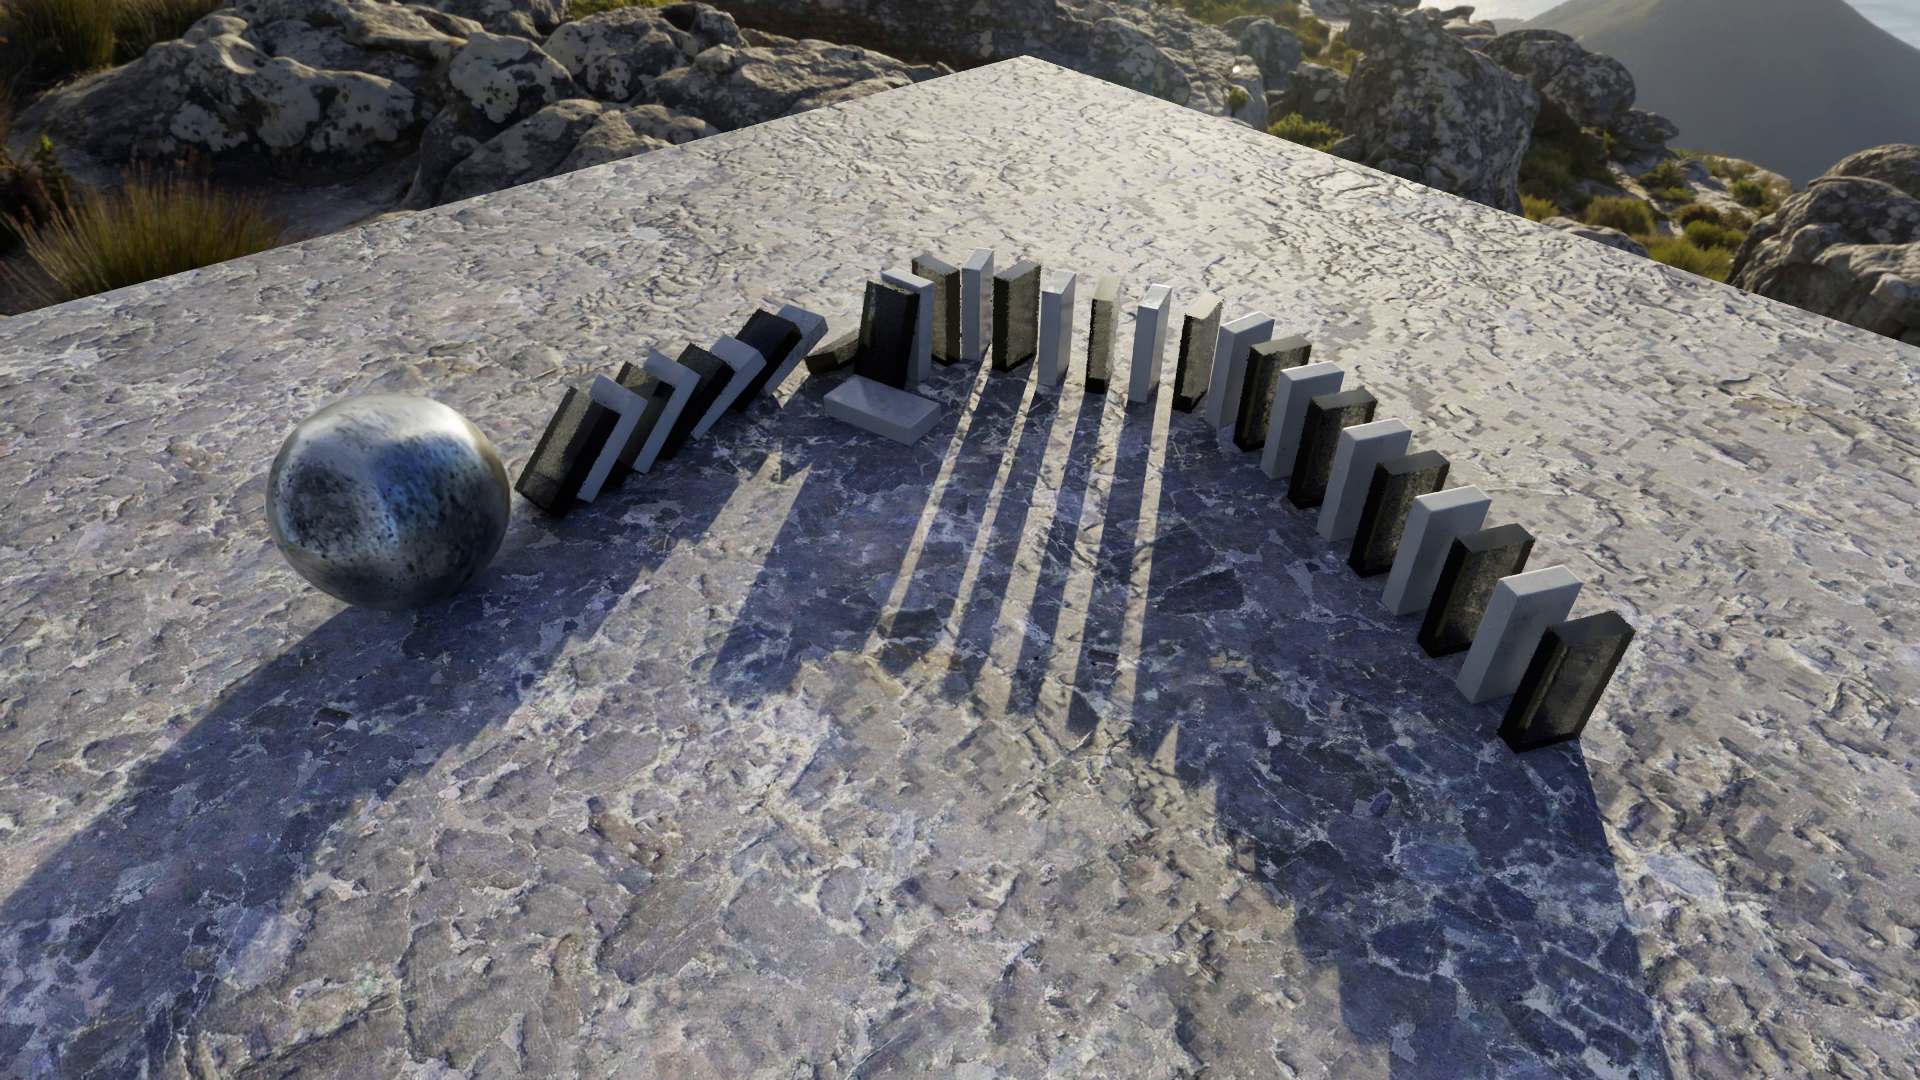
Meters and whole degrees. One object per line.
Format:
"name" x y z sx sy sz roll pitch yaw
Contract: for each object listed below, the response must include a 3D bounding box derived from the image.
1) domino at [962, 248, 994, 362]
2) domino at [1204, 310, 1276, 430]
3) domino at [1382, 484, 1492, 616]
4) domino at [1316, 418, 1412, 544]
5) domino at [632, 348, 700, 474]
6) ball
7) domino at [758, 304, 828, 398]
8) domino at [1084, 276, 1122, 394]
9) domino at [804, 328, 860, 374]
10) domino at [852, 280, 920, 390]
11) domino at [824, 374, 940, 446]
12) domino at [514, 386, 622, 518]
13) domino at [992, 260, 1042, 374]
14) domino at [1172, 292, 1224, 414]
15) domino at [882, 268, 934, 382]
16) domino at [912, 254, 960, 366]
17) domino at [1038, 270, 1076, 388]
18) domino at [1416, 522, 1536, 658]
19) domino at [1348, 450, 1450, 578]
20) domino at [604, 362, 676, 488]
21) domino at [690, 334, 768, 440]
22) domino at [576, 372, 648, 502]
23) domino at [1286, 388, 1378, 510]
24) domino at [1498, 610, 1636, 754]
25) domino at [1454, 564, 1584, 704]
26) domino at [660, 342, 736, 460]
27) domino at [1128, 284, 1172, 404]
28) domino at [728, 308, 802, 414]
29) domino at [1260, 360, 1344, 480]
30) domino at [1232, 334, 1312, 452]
"domino" 0.009 -0.119 0.557 0.009 0.050 0.025 11 41 13
"domino" 0.128 -0.078 0.507 0.025 0.050 0.009 -23 45 -26
"domino" 0.175 0.005 0.406 0.025 0.050 0.009 -11 41 -13
"domino" 0.161 -0.023 0.440 0.025 0.050 0.009 -12 41 -14
"domino" -0.138 -0.057 0.489 0.025 0.009 0.050 29 90 31
"ball" -0.209 -0.014 0.405 0.080 0.080 0.080 0 39 0
"domino" -0.091 -0.095 0.548 0.025 0.010 0.050 23 63 26
"domino" 0.069 -0.099 0.532 0.009 0.050 0.025 11 40 13
"domino" -0.052 -0.099 0.556 0.025 0.010 0.050 1 30 47
"domino" -0.036 -0.097 0.530 0.025 0.050 0.010 26 28 28
"domino" -0.037 -0.062 0.519 0.050 0.010 0.025 23 44 25
"domino" -0.166 -0.037 0.464 0.025 0.010 0.050 29 90 31
"domino" 0.028 -0.111 0.547 0.010 0.050 0.025 29 47 30
"domino" 0.112 -0.088 0.519 0.009 0.050 0.025 20 43 23
"domino" -0.026 -0.105 0.539 0.025 0.050 0.010 28 43 29
"domino" -0.012 -0.115 0.552 0.009 0.050 0.025 -30 48 -32
"domino" 0.047 -0.103 0.537 0.010 0.050 0.025 13 41 16
"domino" 0.182 0.019 0.389 0.025 0.050 0.010 -11 41 -13
"domino" 0.168 -0.009 0.423 0.025 0.050 0.009 -11 41 -14
"domino" -0.147 -0.051 0.480 0.025 0.010 0.050 29 90 31
"domino" -0.117 -0.072 0.515 0.025 0.010 0.050 29 73 31
"domino" -0.157 -0.044 0.472 0.025 0.009 0.050 29 90 31
"domino" 0.154 -0.037 0.457 0.025 0.050 0.009 -11 41 -14
"domino" 0.195 0.047 0.355 0.025 0.050 0.009 -11 40 -13
"domino" 0.188 0.033 0.372 0.025 0.050 0.009 -11 40 -13
"domino" -0.127 -0.063 0.501 0.025 0.009 0.050 29 80 31
"domino" 0.091 -0.094 0.526 0.010 0.050 0.025 15 42 18
"domino" -0.101 -0.087 0.531 0.025 0.010 0.050 26 71 27
"domino" 0.147 -0.051 0.474 0.025 0.050 0.009 -12 41 -14
"domino" 0.139 -0.065 0.491 0.025 0.050 0.010 -15 42 -17
